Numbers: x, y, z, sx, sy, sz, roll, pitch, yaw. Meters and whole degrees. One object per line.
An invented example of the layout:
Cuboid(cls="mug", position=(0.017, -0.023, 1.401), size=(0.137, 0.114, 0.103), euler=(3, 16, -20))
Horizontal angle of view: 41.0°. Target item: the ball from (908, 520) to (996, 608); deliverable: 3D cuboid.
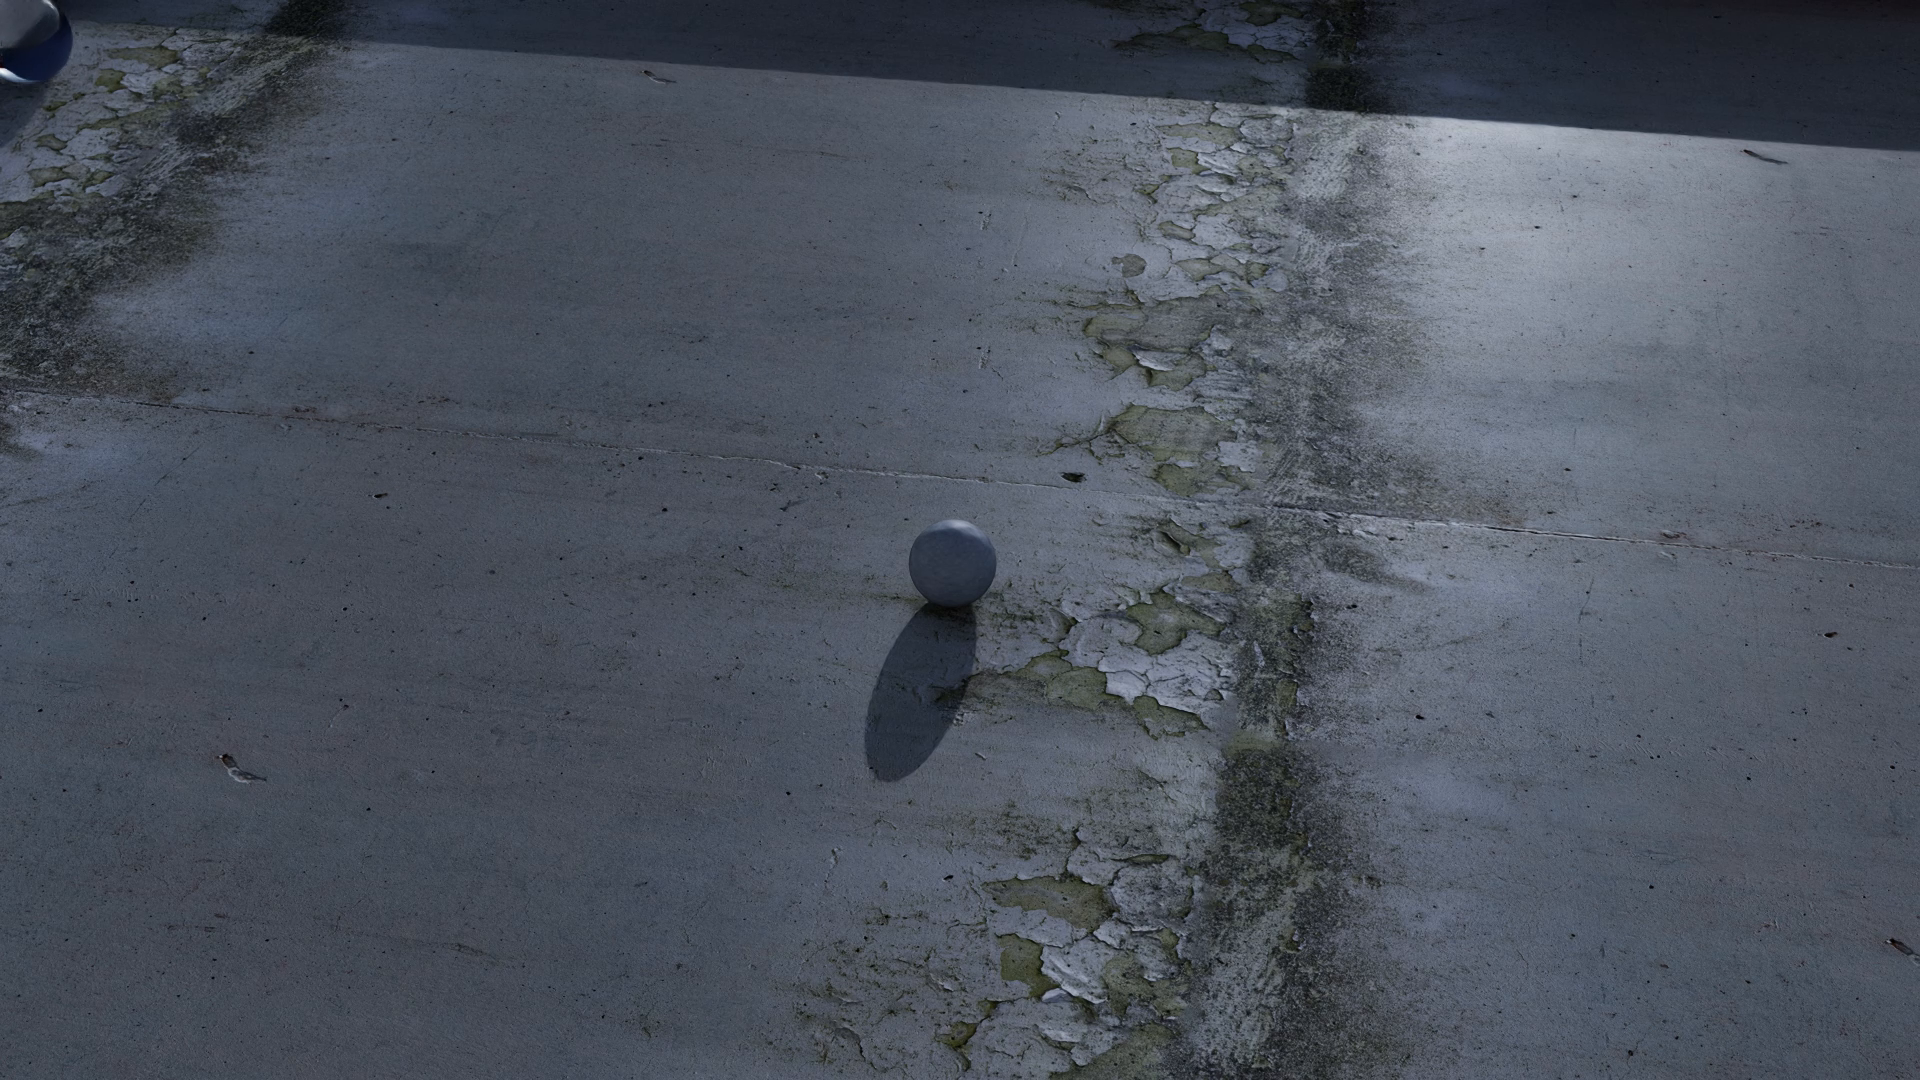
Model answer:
Cuboid(cls="ball", position=(-0.005, 0.016, 1.708), size=(0.059, 0.059, 0.059), euler=(0, 35, 0))

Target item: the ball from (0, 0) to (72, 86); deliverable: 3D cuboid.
Cuboid(cls="ball", position=(-0.860, -0.461, 2.355), size=(0.086, 0.086, 0.086), euler=(0, 35, 0))

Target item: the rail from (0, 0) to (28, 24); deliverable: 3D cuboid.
Cuboid(cls="rail", position=(-1.027, -0.115, 1.844), size=(0.045, 0.112, 2.277), euler=(5, 36, 8))
